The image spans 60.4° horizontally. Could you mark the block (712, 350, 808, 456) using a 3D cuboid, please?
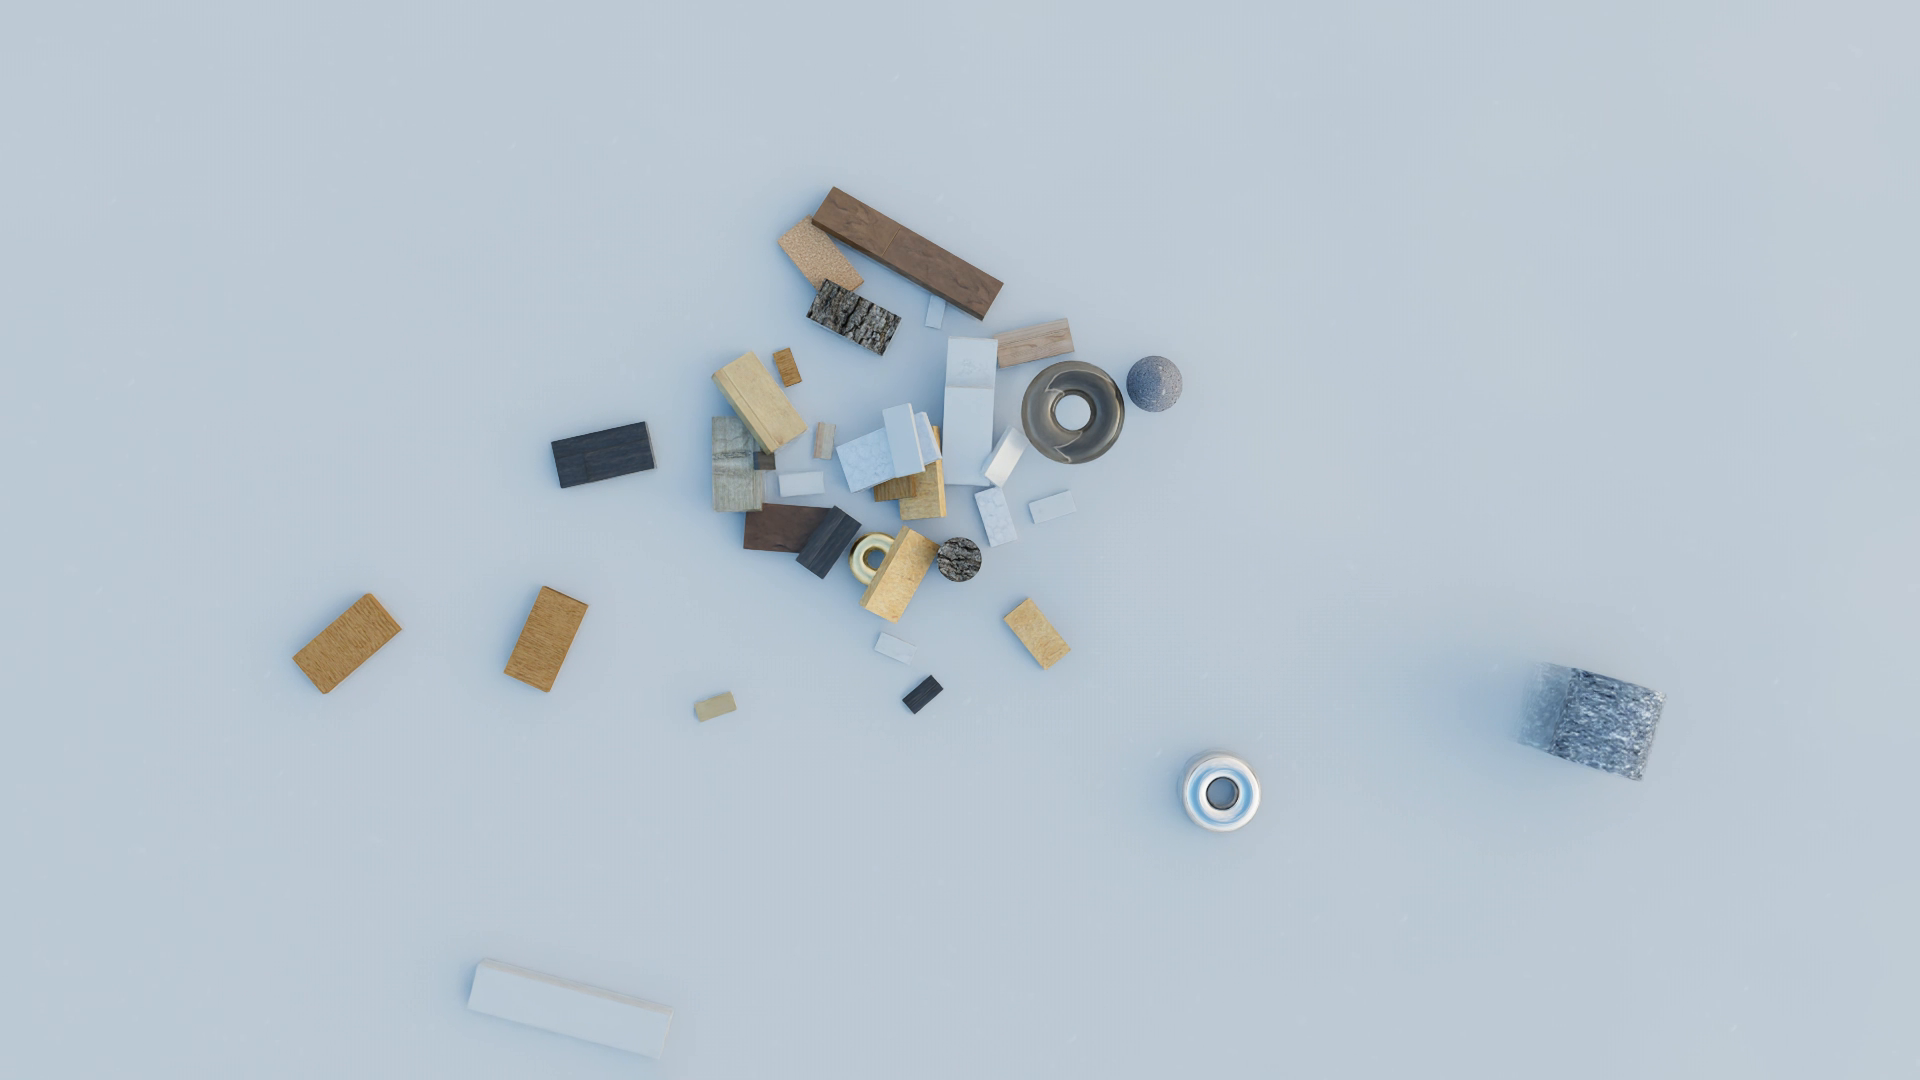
[{"bbox_3d":[-0.661,-0.453,5.443,0.159,0.045,0.318,-36,90,-27],"label":"block"}]

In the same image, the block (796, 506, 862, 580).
[{"bbox_3d":[-0.432,0.008,5.440,0.112,0.032,0.223,35,90,0],"label":"block"}]

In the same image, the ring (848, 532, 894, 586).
[{"bbox_3d":[-0.277,0.065,5.469,0.185,0.062,0.185,0,94,0],"label":"ring"}]

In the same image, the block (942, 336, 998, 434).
[{"bbox_3d":[0.033,-0.503,5.432,0.161,0.046,0.322,4,107,0],"label":"block"}]

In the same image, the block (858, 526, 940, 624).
[{"bbox_3d":[-0.198,0.115,5.436,0.149,0.042,0.298,30,90,-40],"label":"block"}]

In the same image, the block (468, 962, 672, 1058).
[{"bbox_3d":[-1.296,1.562,5.479,0.658,0.042,0.149,15,90,0],"label":"block"}]

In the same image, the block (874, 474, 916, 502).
[{"bbox_3d":[-0.217,-0.171,5.456,0.145,0.021,0.072,-7,89,26],"label":"block"}]

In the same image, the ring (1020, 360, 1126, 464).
[{"bbox_3d":[0.373,-0.421,5.444,0.345,0.115,0.345,0,90,-1],"label":"ring"}]

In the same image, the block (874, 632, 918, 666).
[{"bbox_3d":[-0.214,0.361,5.491,0.129,0.018,0.064,24,90,0],"label":"block"}]

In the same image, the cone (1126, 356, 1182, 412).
[{"bbox_3d":[0.649,-0.520,5.406,0.189,0.189,0.189,0,90,0],"label":"cone"}]

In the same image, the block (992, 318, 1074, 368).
[{"bbox_3d":[0.244,-0.654,5.484,0.254,0.032,0.112,-13,90,0],"label":"block"}]

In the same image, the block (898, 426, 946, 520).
[{"bbox_3d":[-0.133,-0.220,5.449,0.149,0.042,0.298,-5,90,26],"label":"block"}]

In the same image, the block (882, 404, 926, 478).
[{"bbox_3d":[-0.183,-0.324,5.368,0.093,0.026,0.226,-13,86,18],"label":"block"}]

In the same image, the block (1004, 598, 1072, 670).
[{"bbox_3d":[0.257,0.312,5.484,0.112,0.032,0.223,-39,90,0],"label":"block"}]

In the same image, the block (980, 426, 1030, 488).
[{"bbox_3d":[0.148,-0.275,5.447,0.093,0.026,0.186,38,80,-41],"label":"block"}]

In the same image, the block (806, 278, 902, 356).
[{"bbox_3d":[-0.352,-0.737,5.453,0.283,0.040,0.141,27,94,-9],"label":"block"}]

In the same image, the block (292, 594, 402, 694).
[{"bbox_3d":[-2.036,0.344,5.477,0.326,0.045,0.159,-41,90,0],"label":"block"}]

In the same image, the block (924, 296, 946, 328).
[{"bbox_3d":[-0.081,-0.759,5.493,0.052,0.015,0.104,12,90,0],"label":"block"}]

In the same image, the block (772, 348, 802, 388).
[{"bbox_3d":[-0.575,-0.574,5.492,0.059,0.017,0.119,-21,90,0],"label":"block"}]

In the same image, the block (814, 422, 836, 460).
[{"bbox_3d":[-0.451,-0.330,5.492,0.059,0.017,0.119,7,90,0],"label":"block"}]

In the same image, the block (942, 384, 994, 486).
[{"bbox_3d":[0.025,-0.345,5.432,0.161,0.046,0.322,3,107,0],"label":"block"}]

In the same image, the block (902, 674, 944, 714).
[{"bbox_3d":[-0.123,0.514,5.491,0.129,0.018,0.064,-41,90,0],"label":"block"}]

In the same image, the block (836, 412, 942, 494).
[{"bbox_3d":[-0.235,-0.286,5.423,0.322,0.046,0.161,-21,84,17],"label":"block"}]

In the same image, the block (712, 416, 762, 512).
[{"bbox_3d":[-0.737,-0.251,5.453,0.158,0.045,0.315,-2,81,0],"label":"block"}]

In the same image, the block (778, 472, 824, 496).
[{"bbox_3d":[-0.527,-0.186,5.490,0.145,0.021,0.072,-5,90,0],"label":"block"}]

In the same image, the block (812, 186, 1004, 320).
[{"bbox_3d":[-0.173,-0.948,5.458,0.650,0.040,0.141,30,72,0],"label":"block"}]

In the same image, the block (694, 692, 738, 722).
[{"bbox_3d":[-0.814,0.555,5.491,0.129,0.018,0.064,-20,90,0],"label":"block"}]

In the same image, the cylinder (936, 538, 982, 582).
[{"bbox_3d":[-0.002,0.063,5.427,0.147,0.147,0.147,0,90,0],"label":"cylinder"}]

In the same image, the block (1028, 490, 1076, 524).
[{"bbox_3d":[0.308,-0.109,5.490,0.145,0.021,0.072,-18,90,0],"label":"block"}]

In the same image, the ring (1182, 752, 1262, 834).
[{"bbox_3d":[0.866,0.837,5.457,0.268,0.089,0.268,0,90,-1],"label":"ring"}]

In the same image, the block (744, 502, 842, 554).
[{"bbox_3d":[-0.554,-0.036,5.478,0.315,0.045,0.158,4,90,0],"label":"block"}]

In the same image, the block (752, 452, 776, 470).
[{"bbox_3d":[-0.645,-0.261,5.442,0.017,0.119,0.059,-6,90,21],"label":"block"}]

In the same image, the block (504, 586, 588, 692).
[{"bbox_3d":[-1.375,0.329,5.478,0.158,0.045,0.315,24,90,0],"label":"block"}]

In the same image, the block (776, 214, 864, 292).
[{"bbox_3d":[-0.463,-0.926,5.480,0.141,0.040,0.283,-39,90,0],"label":"block"}]

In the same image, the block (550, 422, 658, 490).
[{"bbox_3d":[-1.181,-0.281,5.477,0.318,0.045,0.159,-12,90,0],"label":"block"}]

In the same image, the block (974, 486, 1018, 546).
[{"bbox_3d":[0.120,-0.078,5.487,0.093,0.026,0.186,-18,90,0],"label":"block"}]

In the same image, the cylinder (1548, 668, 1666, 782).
[{"bbox_3d":[2.097,0.598,5.354,0.292,0.292,0.292,16,90,0],"label":"cylinder"}]
